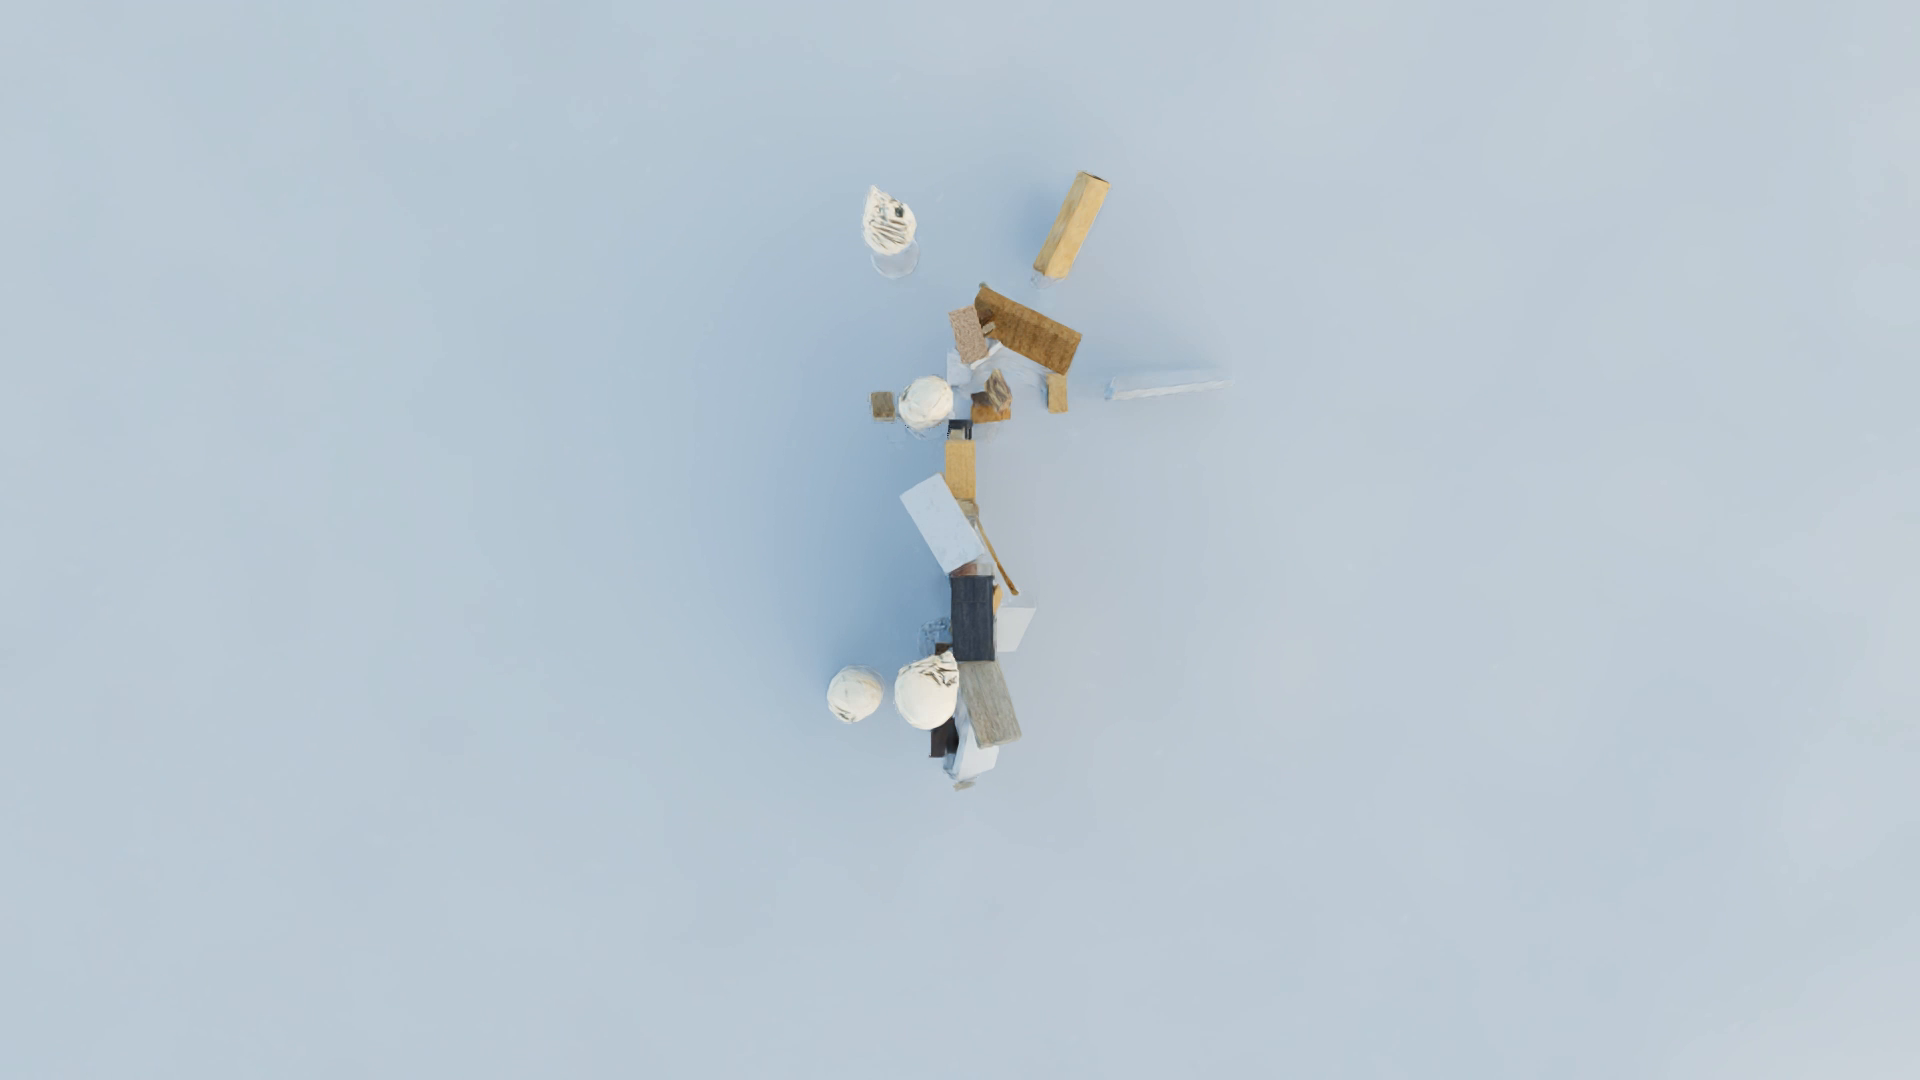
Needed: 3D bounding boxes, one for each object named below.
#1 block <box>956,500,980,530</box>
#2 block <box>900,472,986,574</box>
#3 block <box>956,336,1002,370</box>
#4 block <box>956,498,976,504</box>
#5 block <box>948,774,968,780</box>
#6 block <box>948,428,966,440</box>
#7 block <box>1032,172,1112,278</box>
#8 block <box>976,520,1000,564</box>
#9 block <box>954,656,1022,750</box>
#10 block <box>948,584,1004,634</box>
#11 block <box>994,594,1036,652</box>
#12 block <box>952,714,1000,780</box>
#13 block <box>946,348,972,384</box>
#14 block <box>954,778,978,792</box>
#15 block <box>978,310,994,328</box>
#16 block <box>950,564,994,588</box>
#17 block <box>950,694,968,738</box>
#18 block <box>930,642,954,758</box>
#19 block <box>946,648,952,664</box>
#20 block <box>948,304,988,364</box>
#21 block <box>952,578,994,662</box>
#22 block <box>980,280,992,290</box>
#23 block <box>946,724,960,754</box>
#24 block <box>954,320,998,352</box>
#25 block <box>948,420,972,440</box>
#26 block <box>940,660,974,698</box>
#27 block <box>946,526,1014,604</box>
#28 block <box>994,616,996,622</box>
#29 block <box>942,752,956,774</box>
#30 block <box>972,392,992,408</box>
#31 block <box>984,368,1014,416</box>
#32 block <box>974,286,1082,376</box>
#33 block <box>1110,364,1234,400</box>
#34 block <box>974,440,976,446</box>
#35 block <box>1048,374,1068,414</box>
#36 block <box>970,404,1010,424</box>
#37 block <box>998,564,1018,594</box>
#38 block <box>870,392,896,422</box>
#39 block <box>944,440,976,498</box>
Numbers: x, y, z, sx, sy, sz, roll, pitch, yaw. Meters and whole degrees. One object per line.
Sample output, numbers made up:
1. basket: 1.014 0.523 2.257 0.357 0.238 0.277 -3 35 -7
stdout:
1. block: -0.013 -0.076 4.726 0.127 0.255 0.036 13 82 1
2. block: -0.048 -0.047 4.585 0.127 0.036 0.255 -30 96 6
3. block: 0.058 -0.566 4.995 0.134 0.067 0.019 -40 132 -25
4. block: 0.003 -0.133 4.953 0.087 0.174 0.025 -1 71 0
5. block: -0.004 0.710 5.237 0.061 0.526 0.017 0 91 0
6. block: -0.011 -0.309 5.102 0.046 0.093 0.013 -8 129 16
7. block: 0.364 -1.022 5.366 0.048 0.171 0.342 33 108 21
8. block: 0.023 0.035 5.052 0.149 0.298 0.042 -26 65 1
9. block: 0.078 0.453 4.596 0.122 0.035 0.244 -10 66 -16
10. block: 0.048 0.205 4.762 0.116 0.232 0.033 -23 104 19
11. block: 0.129 0.264 5.161 0.149 0.452 0.042 1 69 -6
12. block: 0.058 0.581 4.753 0.122 0.299 0.035 -16 54 -21
13. block: -0.001 -0.572 5.424 0.082 0.164 0.023 0 59 0
14. block: 0.017 0.724 4.889 0.061 0.122 0.017 -16 86 3
15. block: 0.045 -0.654 5.000 0.023 0.161 0.081 46 117 5
16. block: 0.033 0.102 4.749 0.127 0.255 0.036 0 81 0
17. block: 0.019 0.497 4.903 0.085 0.024 0.171 -12 81 -4
18. block: 0.005 0.499 5.120 0.177 0.050 0.354 3 90 0
19. block: 0.022 0.324 4.778 0.116 0.293 0.033 -13 84 -4
20. block: 0.025 -0.611 4.906 0.081 0.023 0.161 -14 97 16
21. block: 0.036 0.222 4.617 0.116 0.033 0.232 -1 85 4
22. block: 0.114 -0.760 5.342 0.023 0.164 0.082 -21 56 19
23. block: 0.004 0.604 5.010 0.085 0.171 0.024 3 105 0
24. block: 0.048 -0.617 5.007 0.081 0.161 0.023 -36 91 31
25. block: 0.000 -0.303 5.170 0.075 0.021 0.149 0 90 0
26. block: 0.021 0.392 4.778 0.122 0.244 0.035 -11 69 -13
27. block: 0.024 0.070 4.896 0.149 0.042 0.298 -27 97 2
28. block: 0.048 0.312 5.172 0.077 0.412 0.022 -8 70 -9
29. block: -0.016 0.668 5.036 0.061 0.122 0.017 0 122 7
30. block: 0.105 -0.471 5.468 0.130 0.065 0.018 -8 121 0
31. block: 0.112 -0.434 4.838 0.019 0.134 0.067 14 128 -33
32. block: 0.198 -0.647 5.111 0.342 0.171 0.048 26 61 4
33. block: 0.691 -0.518 5.411 0.381 0.171 0.048 -6 87 1
34. block: 0.002 -0.241 4.898 0.087 0.174 0.025 0 63 0
35. block: 0.325 -0.489 5.491 0.065 0.018 0.130 -1 90 0
36. block: 0.101 -0.421 5.470 0.130 0.065 0.018 -8 48 0
37. block: 0.071 0.109 5.215 0.132 0.037 0.264 -32 90 1
38. block: -0.236 -0.405 5.032 0.067 0.134 0.019 -2 129 -8
39. block: 0.001 -0.208 4.825 0.087 0.025 0.174 -1 115 1
